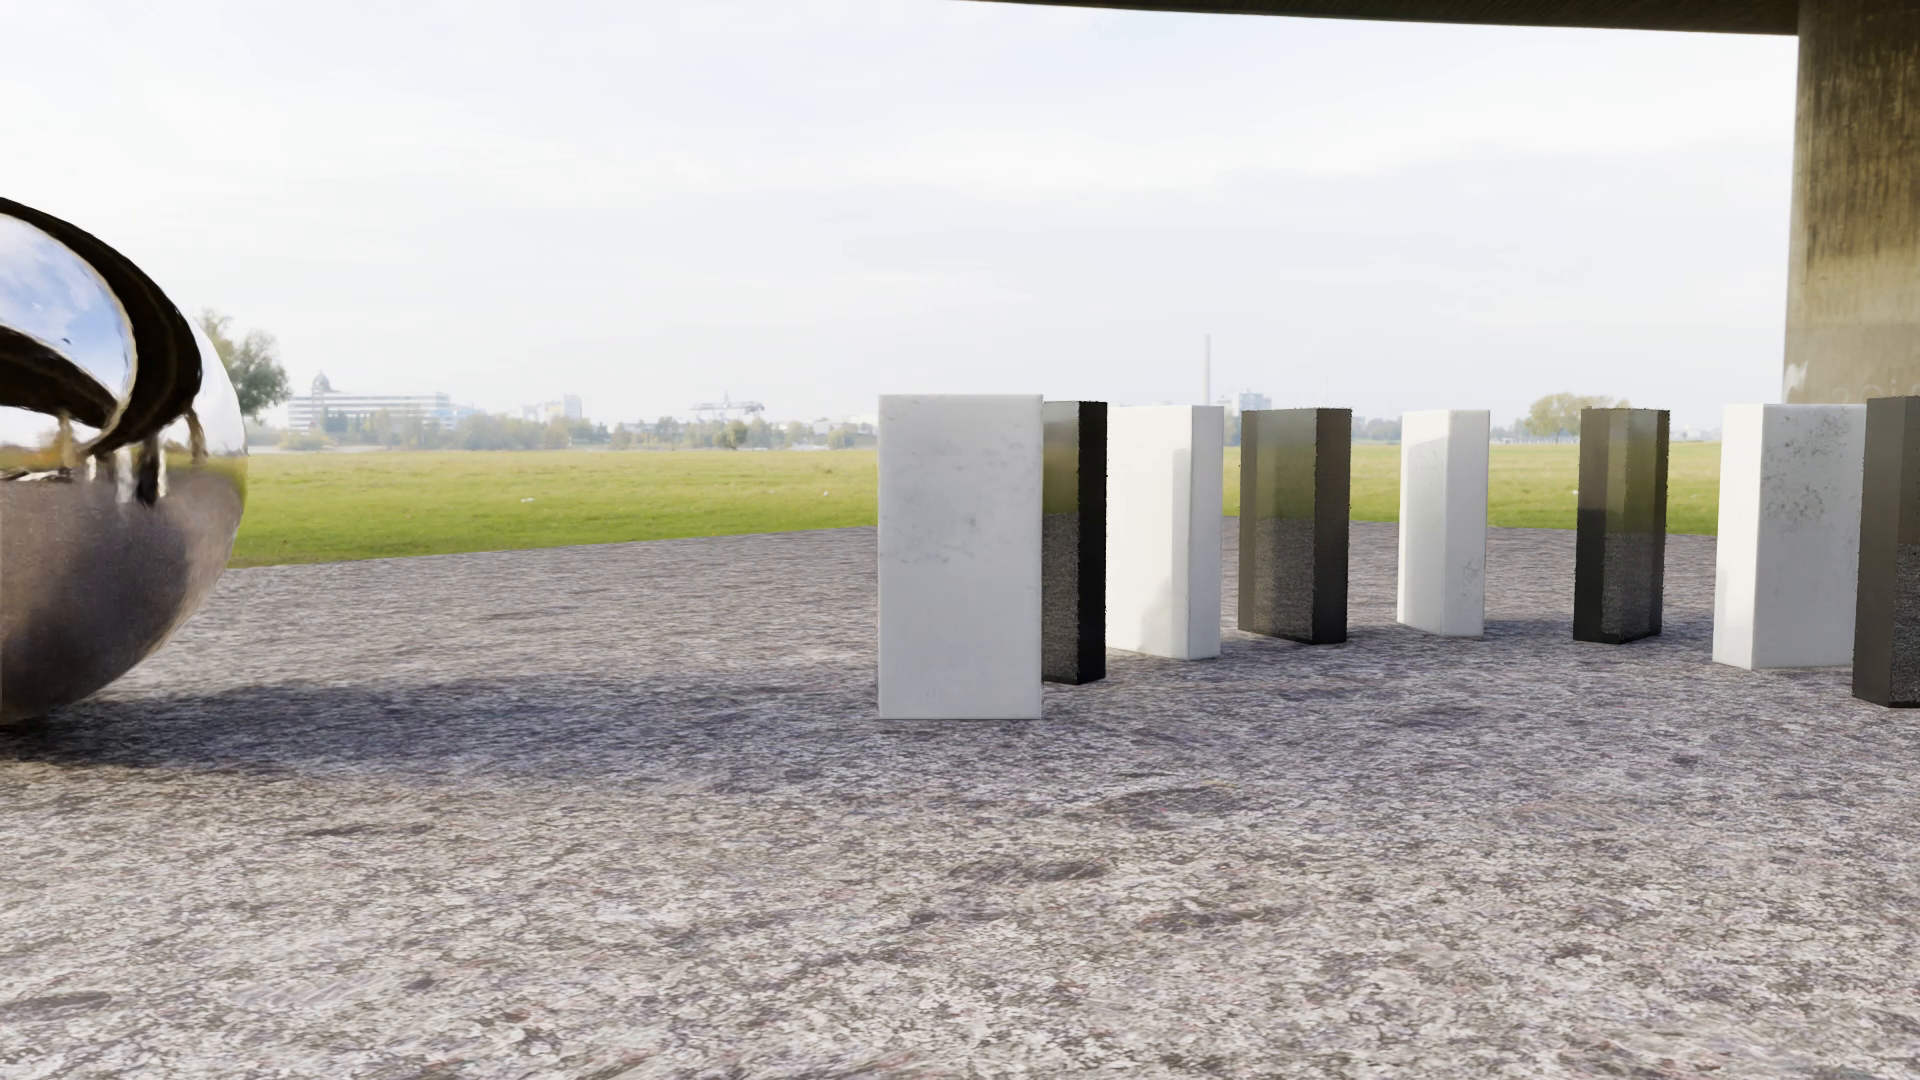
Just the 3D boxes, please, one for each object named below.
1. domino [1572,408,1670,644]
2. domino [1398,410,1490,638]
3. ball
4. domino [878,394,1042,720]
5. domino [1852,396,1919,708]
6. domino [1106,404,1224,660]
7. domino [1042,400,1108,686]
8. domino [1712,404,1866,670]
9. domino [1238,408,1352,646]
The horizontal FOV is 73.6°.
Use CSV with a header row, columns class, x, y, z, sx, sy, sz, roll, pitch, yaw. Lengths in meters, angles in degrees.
class,x,y,z,sx,sy,sz,roll,pitch,yaw
domino,0.145,-0.004,0.282,0.025,0.050,0.010,-4,6,-43
domino,0.110,-0.004,0.293,0.010,0.050,0.025,0,4,-3
ball,-0.150,-0.012,0.188,0.080,0.080,0.080,0,4,0
domino,0.000,0.002,0.200,0.025,0.050,0.010,0,5,0
domino,0.162,0.002,0.209,0.025,0.050,0.010,0,4,3
domino,0.041,-0.002,0.263,0.009,0.050,0.025,-3,5,-38
domino,0.014,0.000,0.236,0.025,0.050,0.009,3,5,38
domino,0.161,-0.001,0.247,0.025,0.050,0.009,-1,4,-11
domino,0.073,-0.004,0.283,0.009,0.050,0.025,-2,5,-26
